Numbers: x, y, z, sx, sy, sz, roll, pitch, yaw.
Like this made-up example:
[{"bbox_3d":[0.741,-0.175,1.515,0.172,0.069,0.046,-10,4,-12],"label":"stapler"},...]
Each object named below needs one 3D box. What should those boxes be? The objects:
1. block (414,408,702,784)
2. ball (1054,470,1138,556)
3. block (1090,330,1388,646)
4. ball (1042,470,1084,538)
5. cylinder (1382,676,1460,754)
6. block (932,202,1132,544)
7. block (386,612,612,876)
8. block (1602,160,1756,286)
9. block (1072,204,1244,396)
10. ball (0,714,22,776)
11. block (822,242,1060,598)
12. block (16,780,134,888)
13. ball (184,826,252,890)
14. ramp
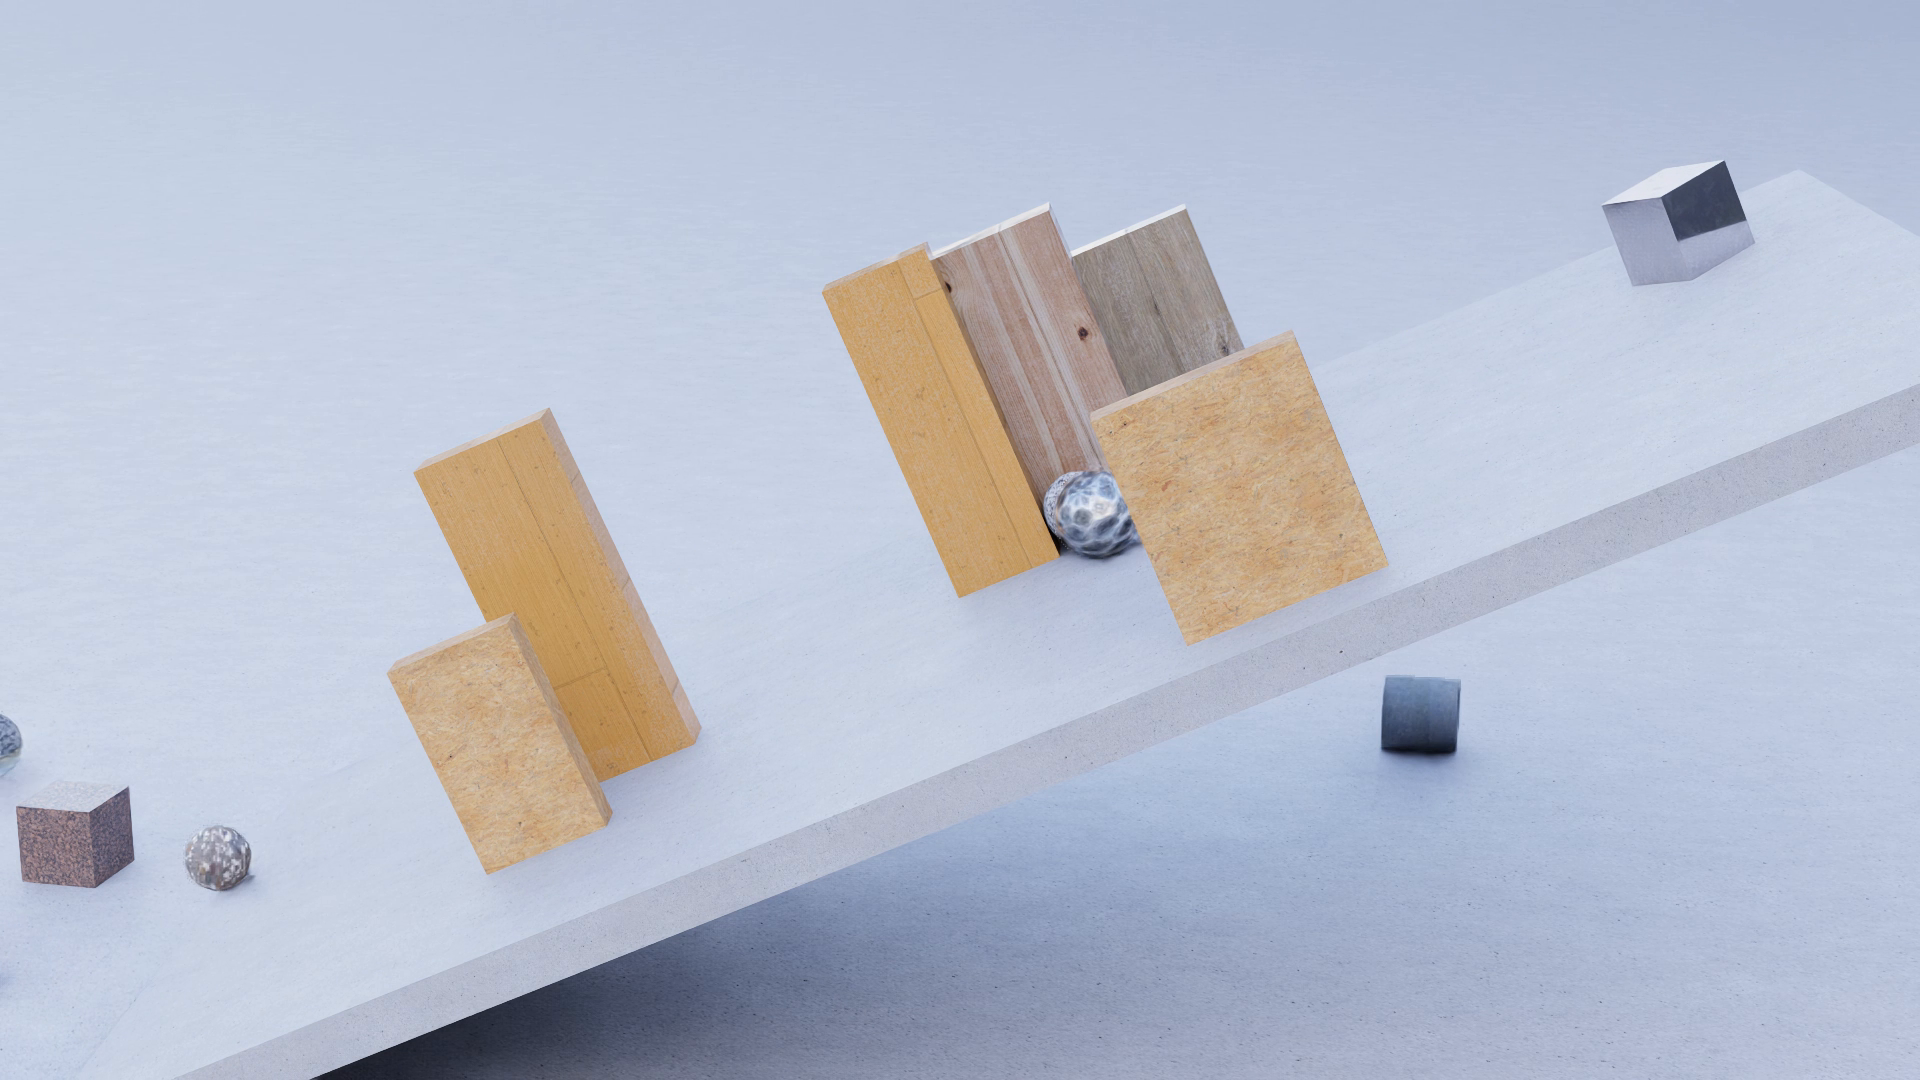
[{"bbox_3d":[-0.848,0.132,6.240,0.294,0.768,0.114,-22,13,8],"label":"block"},{"bbox_3d":[0.294,-0.056,6.263,0.183,0.183,0.183,0,15,0],"label":"ball"},{"bbox_3d":[0.511,-0.094,5.381,0.397,0.459,0.081,-22,13,8],"label":"block"},{"bbox_3d":[0.262,-0.071,6.439,0.160,0.160,0.160,0,15,0],"label":"ball"},{"bbox_3d":[1.260,0.479,8.040,0.199,0.199,0.199,3,15,12],"label":"cylinder"},{"bbox_3d":[0.198,-0.363,6.518,0.296,0.697,0.131,-22,13,8],"label":"block"},{"bbox_3d":[-0.926,0.411,5.937,0.269,0.464,0.087,-22,13,8],"label":"block"},{"bbox_3d":[1.586,-0.699,6.497,0.199,0.199,0.199,-30,14,-23],"label":"block"},{"bbox_3d":[0.473,-0.479,6.896,0.334,0.521,0.084,-22,13,8],"label":"block"},{"bbox_3d":[-2.587,0.545,7.824,0.181,0.181,0.181,0,15,0],"label":"ball"},{"bbox_3d":[-0.037,-0.260,6.426,0.242,0.740,0.101,-22,13,8],"label":"block"},{"bbox_3d":[-2.151,0.714,7.156,0.194,0.194,0.194,3,15,13],"label":"block"},{"bbox_3d":[-1.711,0.733,6.780,0.150,0.150,0.150,0,15,0],"label":"ball"},{"bbox_3d":[0.130,0.171,6.286,4.000,0.100,2.000,-22,13,8],"label":"ramp"}]
